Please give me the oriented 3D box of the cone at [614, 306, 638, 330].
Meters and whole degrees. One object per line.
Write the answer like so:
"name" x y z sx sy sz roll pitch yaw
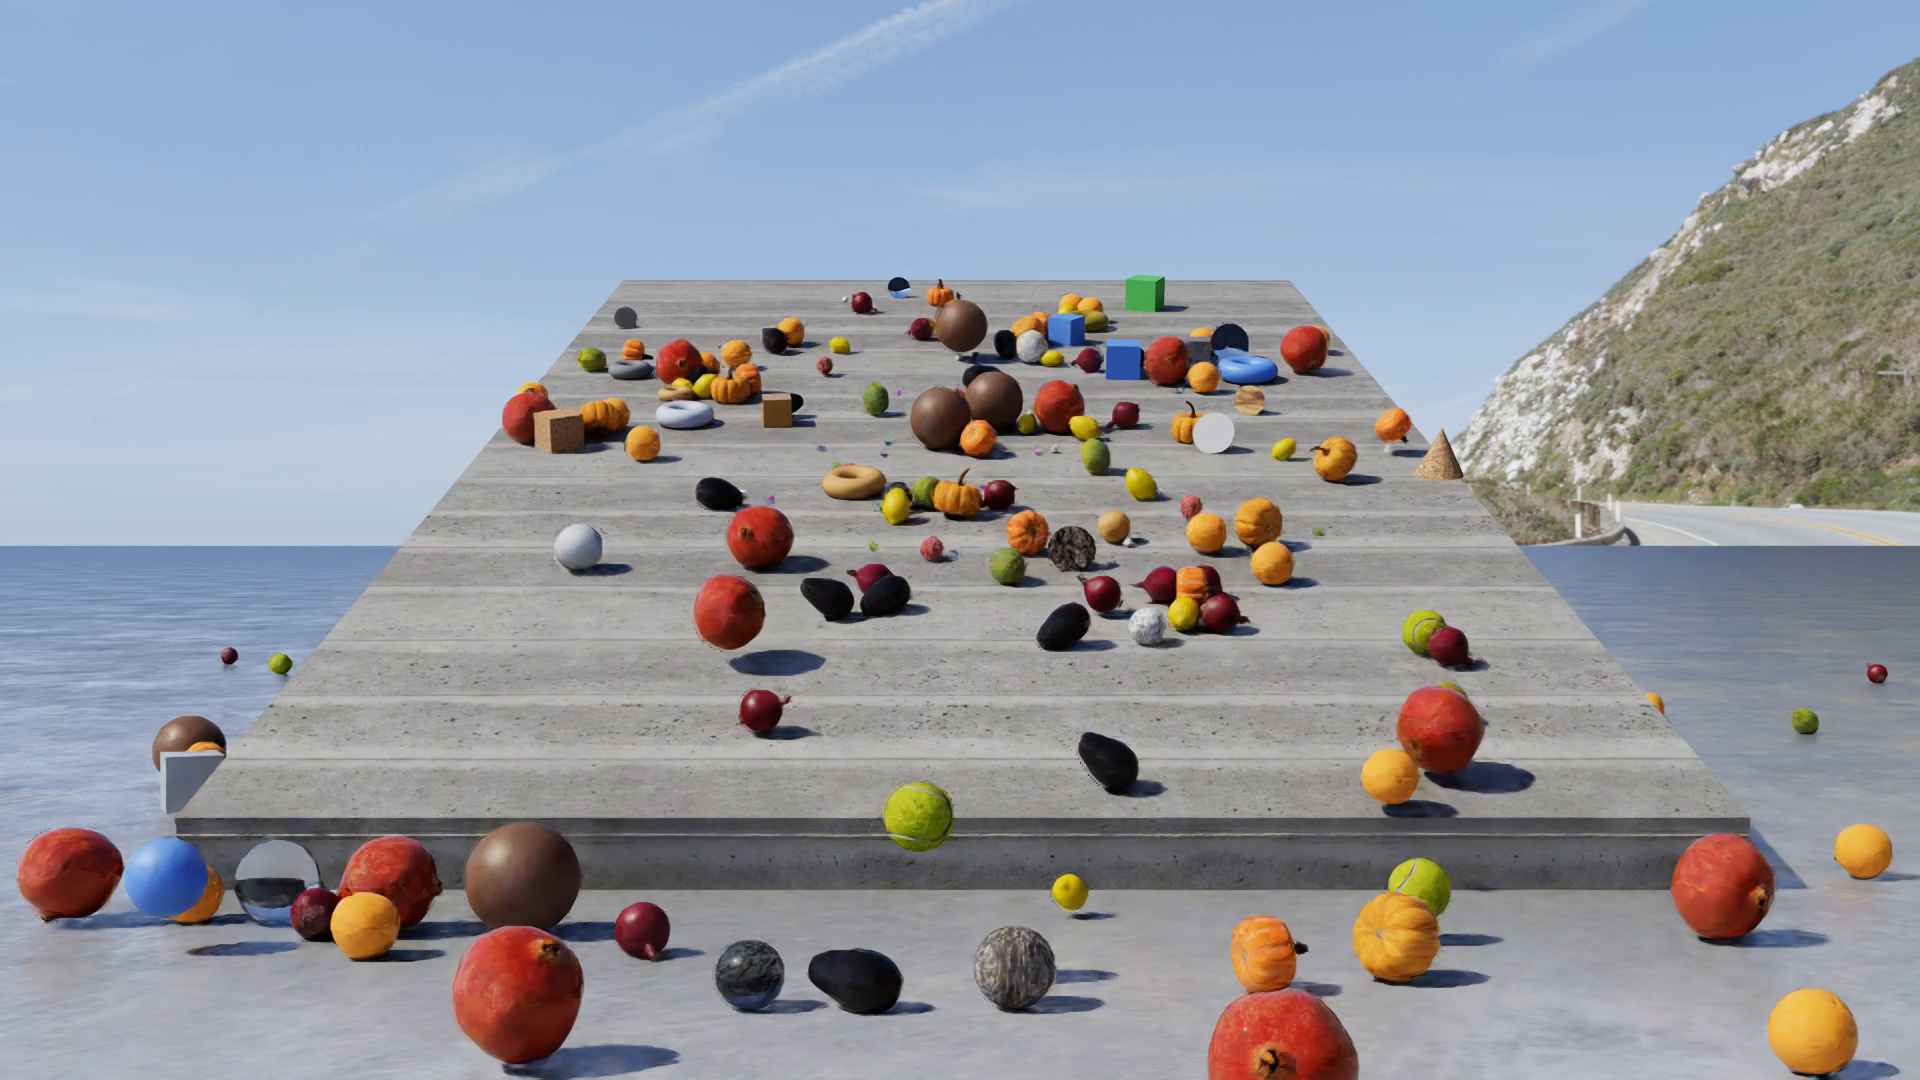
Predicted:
"cone" -0.900 -0.587 5.938 0.062 0.062 0.062 0 -11 -17

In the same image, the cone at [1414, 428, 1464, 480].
"cone" 0.965 -0.179 4.443 0.097 0.097 0.097 0 16 0

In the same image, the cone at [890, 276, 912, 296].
"cone" -0.180 -0.718 6.382 0.065 0.065 0.065 0 -30 -24

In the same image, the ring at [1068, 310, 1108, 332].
"ring" 0.334 -0.584 5.907 0.128 0.043 0.128 0 18 0

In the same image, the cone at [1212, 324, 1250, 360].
"cone" 0.668 -0.484 5.568 0.097 0.097 0.097 0 -11 -7

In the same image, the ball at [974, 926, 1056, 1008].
"ball" 0.052 0.409 2.123 0.079 0.079 0.079 0 0 0

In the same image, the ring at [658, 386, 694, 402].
"ring" -0.653 -0.335 5.088 0.084 0.028 0.084 1 16 0

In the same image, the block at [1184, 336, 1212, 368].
"block" 0.587 -0.465 5.466 0.064 0.064 0.064 2 17 5

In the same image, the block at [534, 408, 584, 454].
"block" -0.840 -0.228 4.639 0.076 0.076 0.076 -12 20 -35

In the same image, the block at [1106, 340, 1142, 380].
"block" 0.394 -0.434 5.330 0.082 0.082 0.082 1 17 5

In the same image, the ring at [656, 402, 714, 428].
"ring" -0.604 -0.275 4.858 0.128 0.043 0.128 1 17 0

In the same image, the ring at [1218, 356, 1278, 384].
"ring" 0.688 -0.407 5.300 0.145 0.048 0.145 1 16 0

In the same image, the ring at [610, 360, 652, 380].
"ring" -0.794 -0.410 5.330 0.103 0.034 0.103 1 16 0

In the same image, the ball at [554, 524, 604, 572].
"ball" -0.656 0.013 3.813 0.082 0.082 0.082 0 0 0

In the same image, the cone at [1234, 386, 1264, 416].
"cone" 0.658 -0.305 4.984 0.070 0.070 0.070 0 -11 18

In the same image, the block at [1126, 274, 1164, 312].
"block" 0.517 -0.690 6.188 0.087 0.087 0.087 7 18 21

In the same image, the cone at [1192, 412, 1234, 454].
"cone" 0.546 -0.215 4.661 0.090 0.090 0.090 0 -12 23

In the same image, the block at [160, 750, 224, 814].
"block" -1.282 0.402 3.693 0.092 0.092 0.092 0 0 -26

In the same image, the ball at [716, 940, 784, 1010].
"ball" -0.201 0.416 2.117 0.066 0.066 0.066 0 0 0

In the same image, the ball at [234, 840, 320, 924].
"ball" -0.799 0.400 2.591 0.097 0.097 0.097 0 0 0

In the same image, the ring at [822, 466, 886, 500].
"ring" -0.207 -0.112 4.308 0.124 0.041 0.124 -2 20 1

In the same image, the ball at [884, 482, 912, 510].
"ball" -0.117 -0.083 4.187 0.054 0.054 0.054 0 0 0

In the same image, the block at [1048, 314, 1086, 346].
"block" 0.275 -0.543 5.721 0.069 0.069 0.069 11 20 33

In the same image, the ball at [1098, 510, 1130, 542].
"ball" 0.278 -0.025 3.984 0.060 0.060 0.060 0 0 0

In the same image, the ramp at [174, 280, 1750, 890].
"ramp" -0.002 -0.166 4.742 2.000 0.100 4.000 0 16 0

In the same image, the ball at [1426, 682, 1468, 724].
"ball" 0.688 0.230 3.125 0.059 0.059 0.059 0 0 0

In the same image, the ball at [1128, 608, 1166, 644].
"ball" 0.292 0.134 3.450 0.057 0.057 0.057 0 0 0

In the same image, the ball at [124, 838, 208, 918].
"ball" -0.860 0.366 2.399 0.085 0.085 0.085 0 0 0

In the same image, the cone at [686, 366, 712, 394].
"cone" -0.593 -0.358 5.159 0.067 0.067 0.067 0 39 -48

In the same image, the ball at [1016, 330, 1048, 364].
"ball" 0.178 -0.478 5.475 0.082 0.082 0.082 0 0 0

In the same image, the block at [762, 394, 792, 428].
"block" -0.402 -0.284 4.854 0.062 0.062 0.062 -2 17 -8

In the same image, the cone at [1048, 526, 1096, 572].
"cone" 0.190 0.023 3.861 0.083 0.083 0.083 0 -10 -6
